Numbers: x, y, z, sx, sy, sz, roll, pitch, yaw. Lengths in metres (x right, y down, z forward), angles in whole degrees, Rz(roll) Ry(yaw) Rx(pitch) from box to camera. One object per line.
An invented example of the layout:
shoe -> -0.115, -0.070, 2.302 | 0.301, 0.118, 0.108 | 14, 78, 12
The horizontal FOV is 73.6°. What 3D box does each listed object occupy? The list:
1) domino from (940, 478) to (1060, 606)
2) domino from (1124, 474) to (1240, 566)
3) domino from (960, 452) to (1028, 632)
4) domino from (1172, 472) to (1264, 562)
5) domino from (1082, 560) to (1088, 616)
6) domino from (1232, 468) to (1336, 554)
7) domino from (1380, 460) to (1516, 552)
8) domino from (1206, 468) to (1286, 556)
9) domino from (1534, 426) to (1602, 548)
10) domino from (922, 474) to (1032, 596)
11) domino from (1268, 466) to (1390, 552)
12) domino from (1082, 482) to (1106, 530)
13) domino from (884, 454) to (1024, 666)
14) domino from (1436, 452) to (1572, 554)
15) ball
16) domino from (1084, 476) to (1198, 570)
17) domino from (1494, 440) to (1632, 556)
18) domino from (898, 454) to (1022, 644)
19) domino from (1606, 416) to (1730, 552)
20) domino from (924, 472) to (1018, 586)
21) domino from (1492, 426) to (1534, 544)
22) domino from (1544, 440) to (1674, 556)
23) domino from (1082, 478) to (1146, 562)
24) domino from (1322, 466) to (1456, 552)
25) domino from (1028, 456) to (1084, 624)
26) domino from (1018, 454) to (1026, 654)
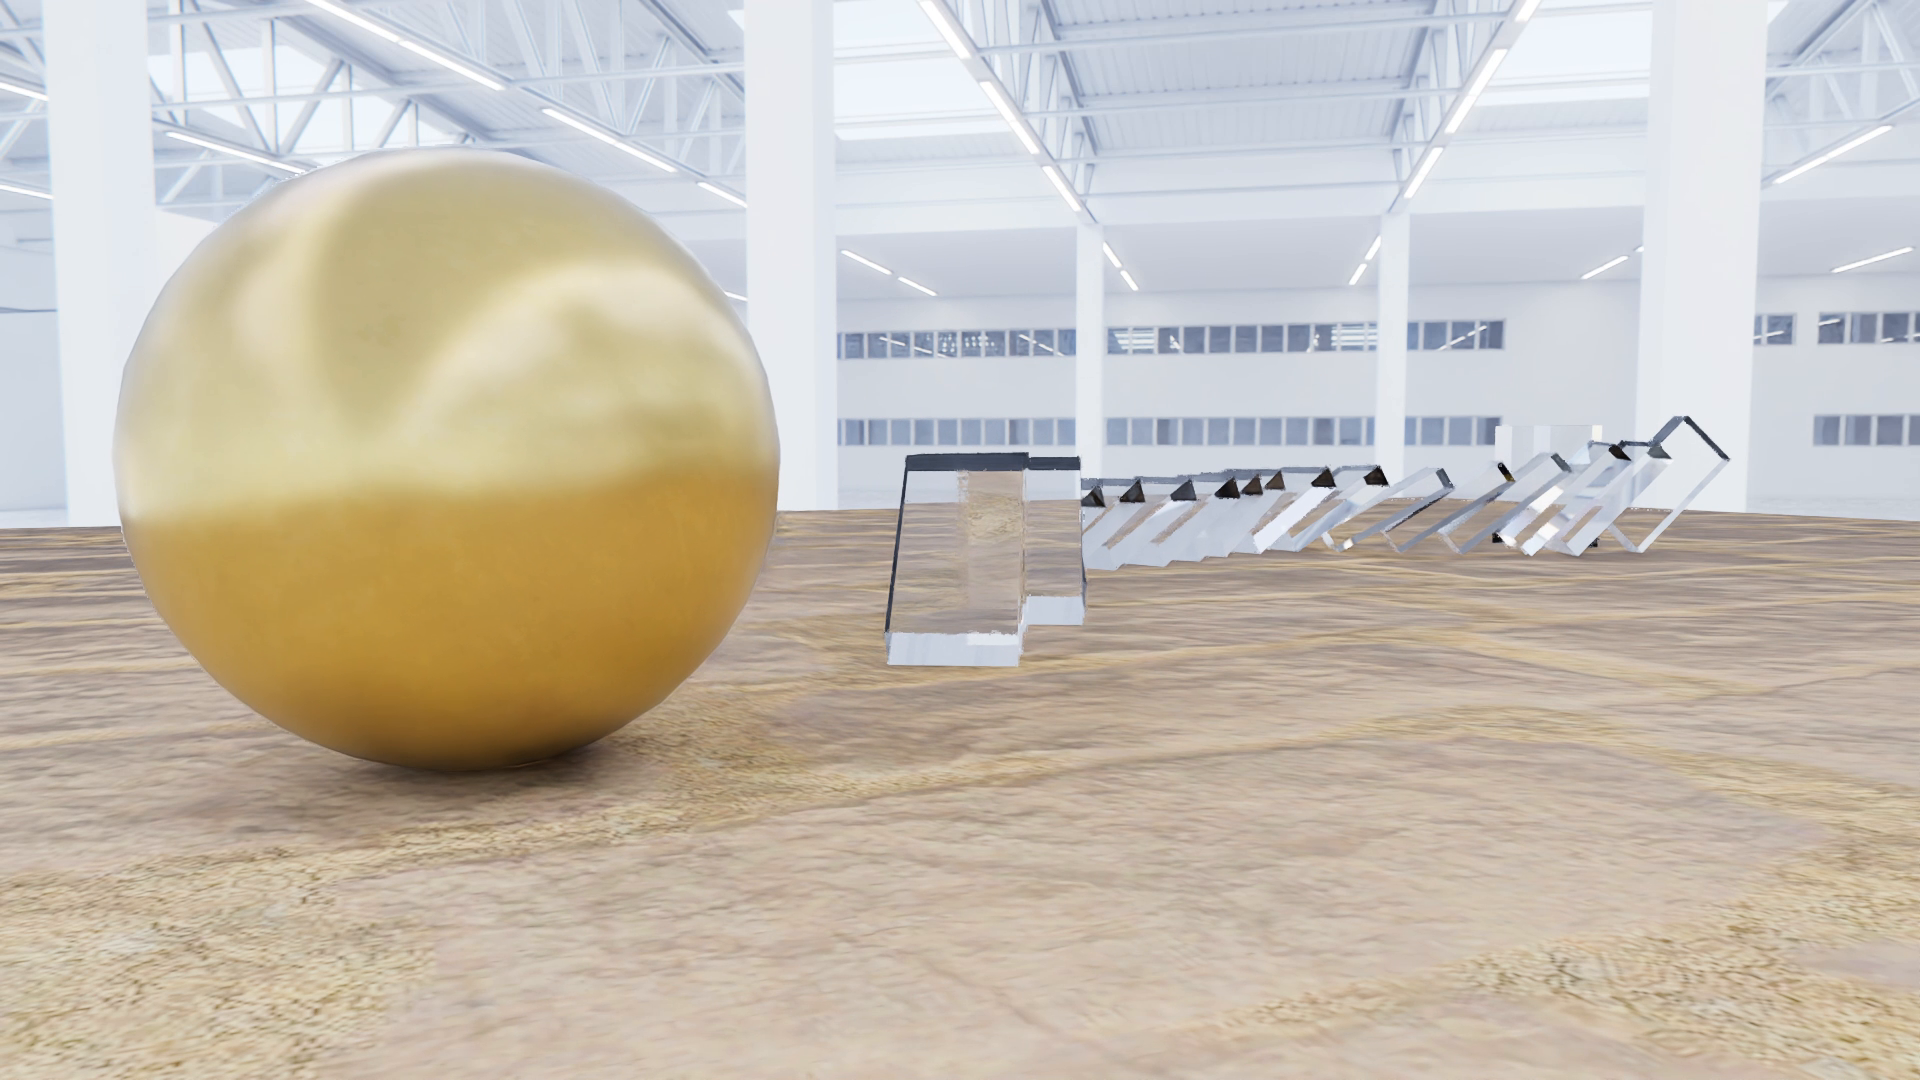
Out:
domino -> 0.010, -0.001, 0.359 | 0.025, 0.009, 0.050 | -4, 32, -8
domino -> 0.077, -0.008, 0.466 | 0.025, 0.010, 0.050 | 5, 33, 47
domino -> 0.004, 0.000, 0.304 | 0.025, 0.010, 0.050 | 0, 46, 4
domino -> 0.091, -0.009, 0.484 | 0.025, 0.009, 0.050 | 3, 32, 43
domino -> 0.018, 0.002, 0.337 | 0.025, 0.009, 0.050 | 0, 32, -1
domino -> 0.124, -0.012, 0.512 | 0.050, 0.009, 0.025 | -36, 21, -27
domino -> 0.192, -0.013, 0.507 | 0.050, 0.010, 0.025 | -34, -3, 12
domino -> 0.104, -0.011, 0.502 | 0.025, 0.009, 0.050 | 3, 34, 43
domino -> 0.249, -0.022, 0.527 | 0.025, 0.050, 0.009 | -1, 4, -15
domino -> 0.004, -0.003, 0.380 | 0.025, 0.009, 0.050 | -5, 32, -7
domino -> 0.146, -0.013, 0.519 | 0.050, 0.009, 0.025 | -33, 13, -16
domino -> 0.024, -0.004, 0.420 | 0.025, 0.010, 0.050 | 3, 30, 36
domino -> 0.000, 0.003, 0.261 | 0.025, 0.009, 0.050 | 0, 46, 4
domino -> 0.212, -0.015, 0.501 | 0.050, 0.009, 0.025 | -40, -4, 11
ball -> -0.064, -0.010, 0.169 | 0.080, 0.080, 0.080 | 0, 4, 0
domino -> 0.059, -0.007, 0.453 | 0.025, 0.009, 0.050 | 5, 32, 47
domino -> 0.232, -0.017, 0.495 | 0.009, 0.050, 0.025 | 44, 10, -1
domino -> 0.001, 0.001, 0.289 | 0.025, 0.009, 0.050 | 0, 46, 4
domino -> 0.274, -0.022, 0.504 | 0.025, 0.050, 0.009 | 43, 1, -5
domino -> 0.003, -0.004, 0.402 | 0.025, 0.009, 0.050 | -5, 32, -3
domino -> 0.242, -0.024, 0.549 | 0.025, 0.050, 0.009 | -2, 5, -20
domino -> 0.247, -0.016, 0.494 | 0.009, 0.050, 0.025 | 43, 3, -5
domino -> 0.040, -0.006, 0.439 | 0.025, 0.009, 0.050 | 4, 31, 40
domino -> 0.169, -0.013, 0.513 | 0.050, 0.009, 0.025 | -30, 1, 7
domino -> 0.017, -0.001, 0.317 | 0.025, 0.010, 0.050 | 0, 44, 4
domino -> 0.001, 0.002, 0.275 | 0.025, 0.009, 0.050 | 0, 46, 4
